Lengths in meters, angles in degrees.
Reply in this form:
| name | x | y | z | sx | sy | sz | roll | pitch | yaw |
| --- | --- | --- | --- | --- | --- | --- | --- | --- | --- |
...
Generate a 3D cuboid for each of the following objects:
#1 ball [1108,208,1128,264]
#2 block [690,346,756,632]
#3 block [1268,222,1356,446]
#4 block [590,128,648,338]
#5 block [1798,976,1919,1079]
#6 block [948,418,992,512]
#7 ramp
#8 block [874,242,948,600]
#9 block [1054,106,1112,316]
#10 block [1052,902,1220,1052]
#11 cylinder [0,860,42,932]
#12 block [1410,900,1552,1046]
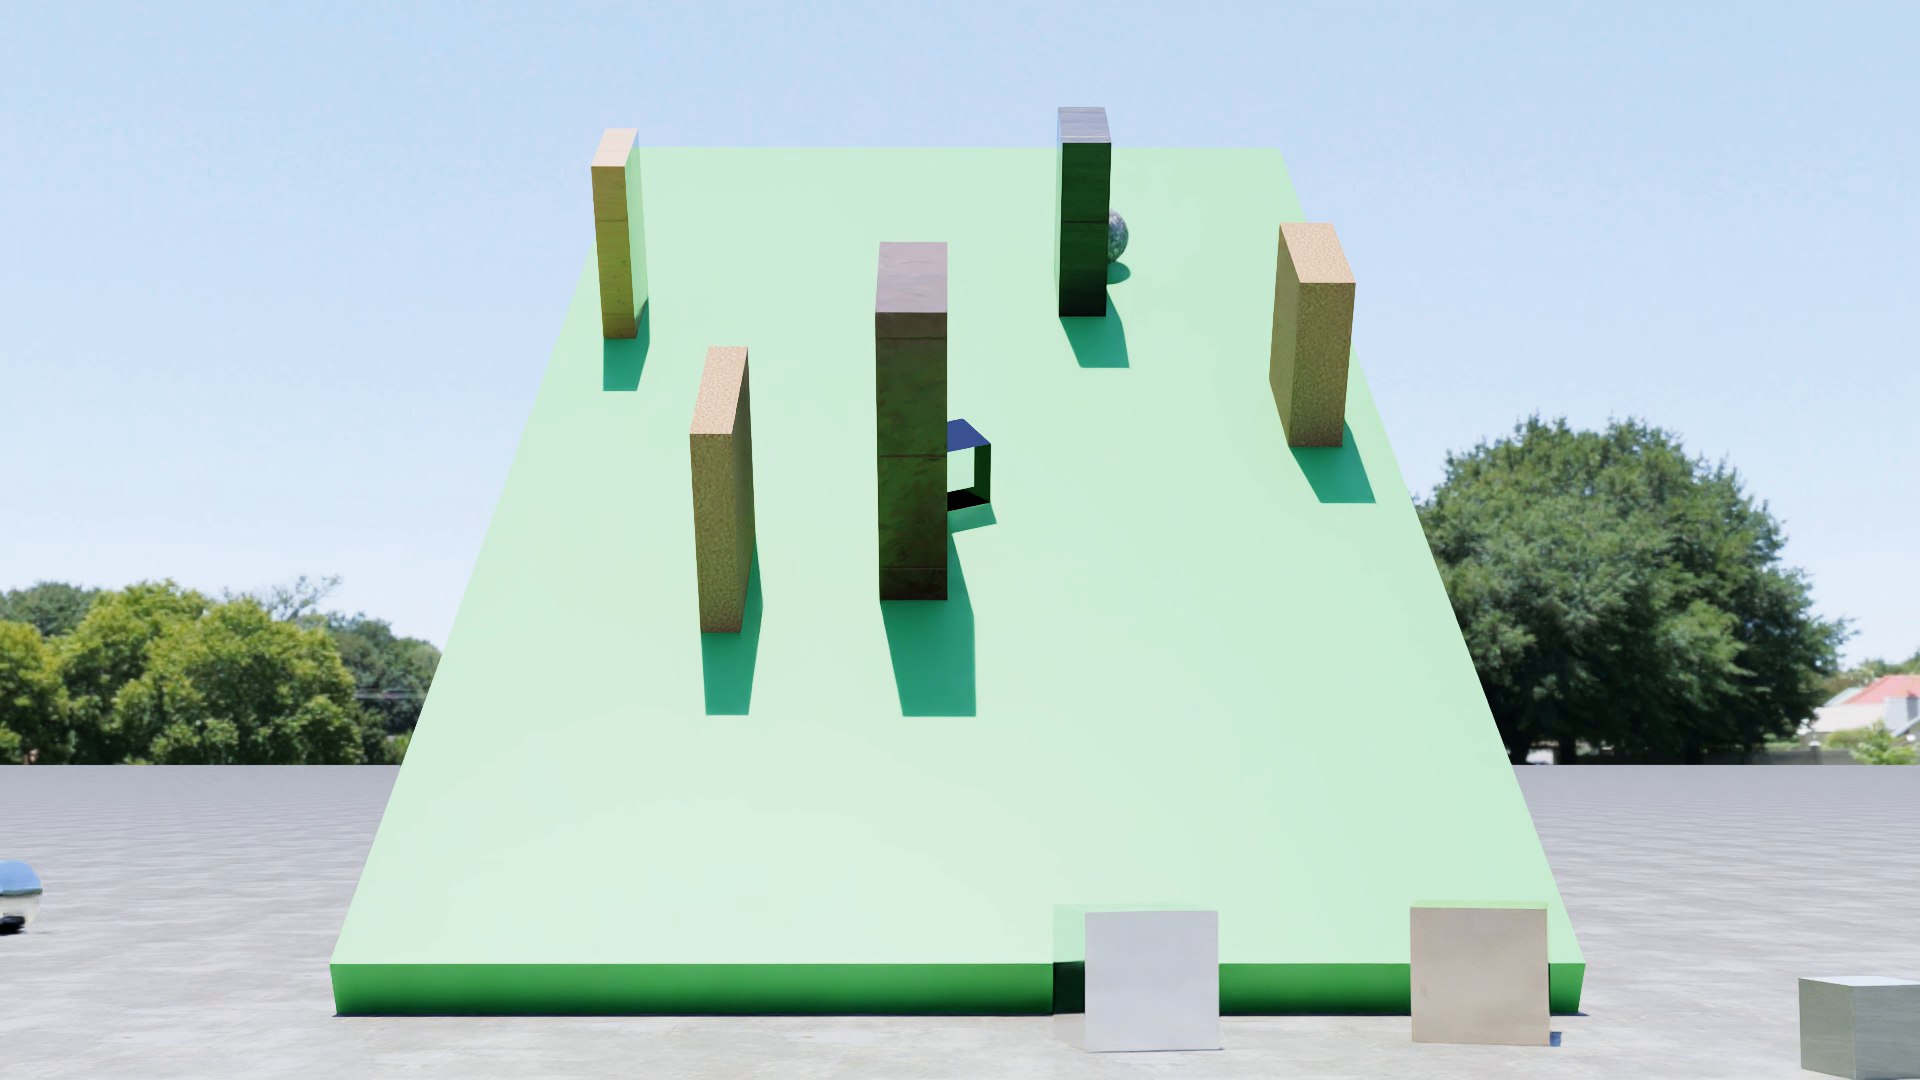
| name | x | y | z | sx | sy | sz | roll | pitch | yaw |
| --- | --- | --- | --- | --- | --- | --- | --- | --- | --- |
| ball | 0.375 | -0.819 | 6.434 | 0.160 | 0.160 | 0.160 | 0 | -5 | 0 |
| block | -0.474 | -0.107 | 4.799 | 0.080 | 0.435 | 0.415 | 0 | 28 | 0 |
| block | 0.813 | -0.480 | 5.541 | 0.123 | 0.403 | 0.377 | 0 | 28 | 0 |
| block | -0.857 | -0.776 | 6.032 | 0.082 | 0.454 | 0.288 | 0 | 28 | 0 |
| block | 1.183 | 0.636 | 3.115 | 0.119 | 0.119 | 0.119 | 1 | -5 | -14 |
| block | -0.027 | -0.162 | 5.216 | 0.143 | 0.143 | 0.143 | -12 | 30 | -22 |
| ramp | -0.011 | -0.222 | 5.588 | 2.000 | 0.100 | 4.000 | 0 | 28 | 0 |
| block | -0.095 | -0.244 | 4.853 | 0.138 | 0.628 | 0.373 | 0 | 28 | 0 |
| block | 0.314 | -0.849 | 6.165 | 0.123 | 0.466 | 0.287 | 0 | 28 | 0 |
| block | 0.251 | 0.628 | 3.446 | 0.194 | 0.194 | 0.194 | 1 | -5 | -11 |
| cylinder | -2.281 | 0.839 | 5.604 | 0.167 | 0.167 | 0.167 | -2 | -6 | 20 |
| block | 0.771 | 0.636 | 3.525 | 0.194 | 0.194 | 0.194 | -1 | -5 | 14 |
